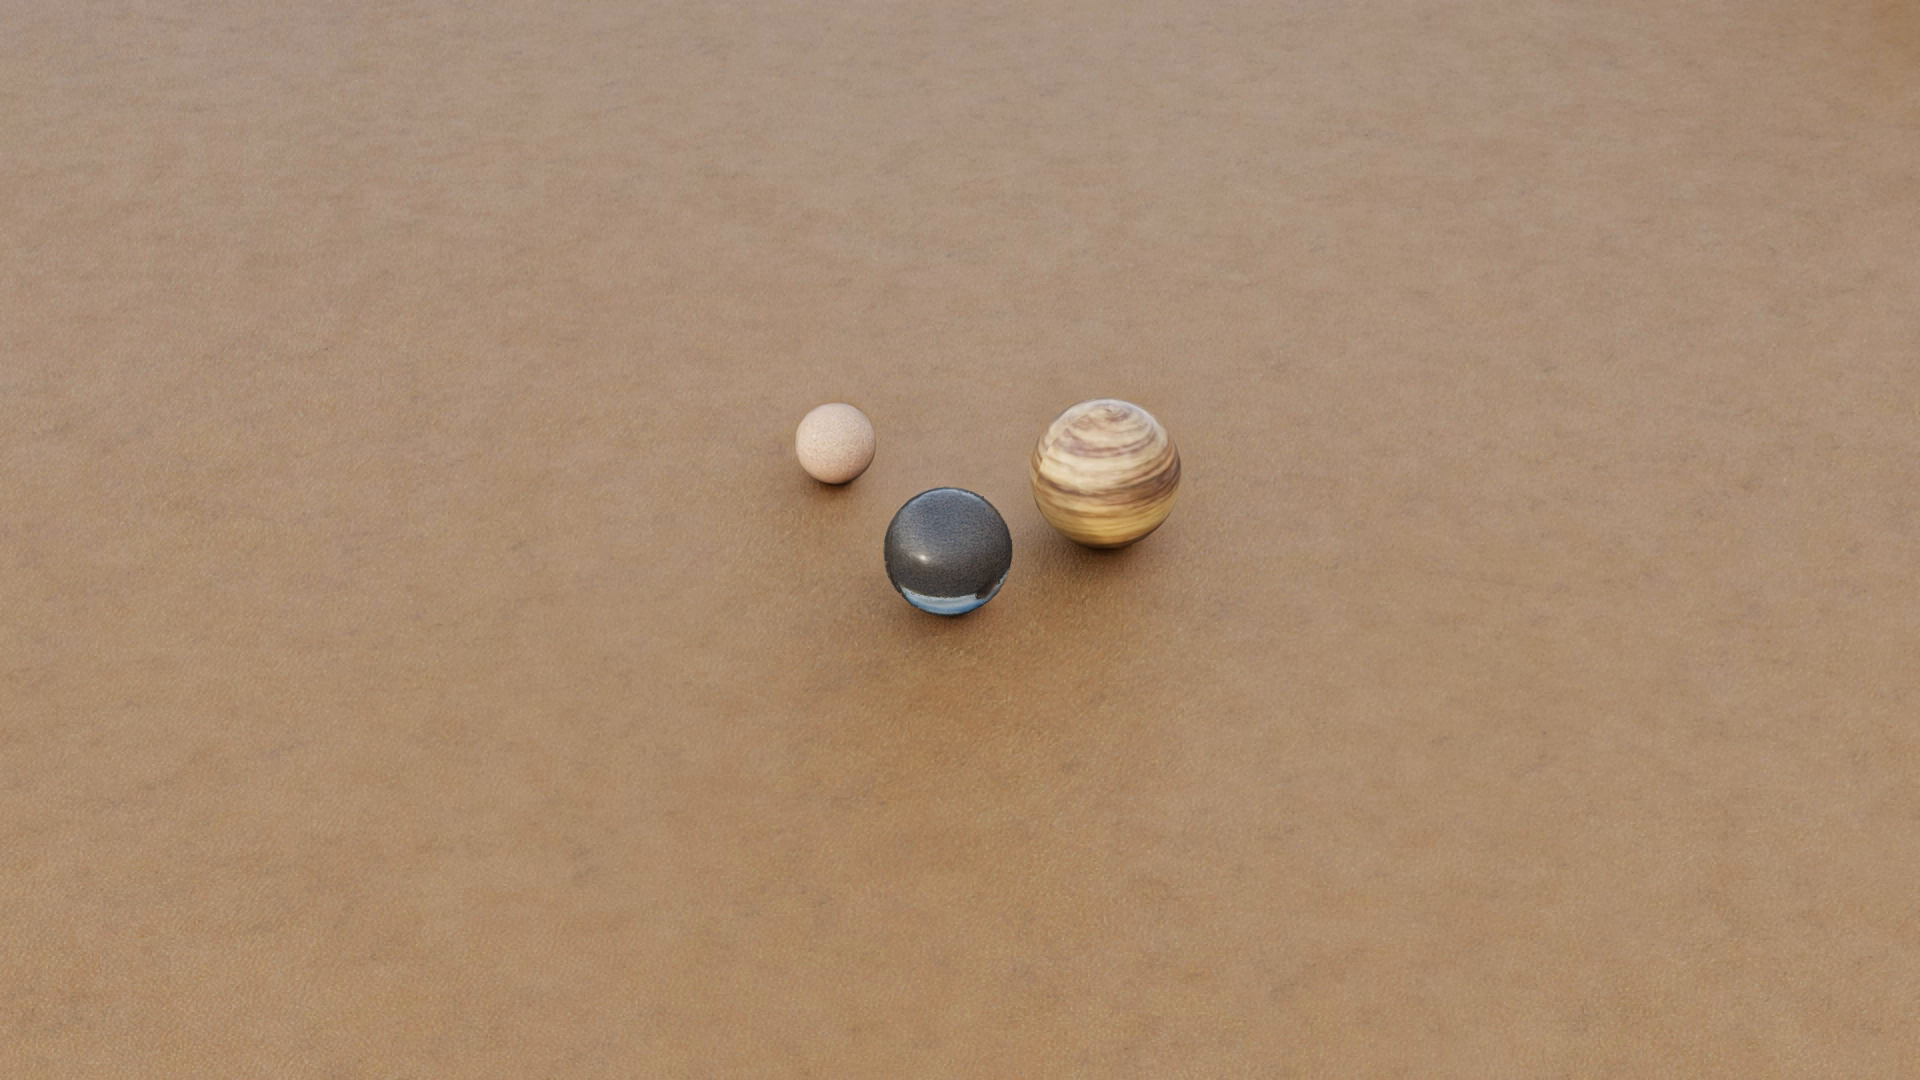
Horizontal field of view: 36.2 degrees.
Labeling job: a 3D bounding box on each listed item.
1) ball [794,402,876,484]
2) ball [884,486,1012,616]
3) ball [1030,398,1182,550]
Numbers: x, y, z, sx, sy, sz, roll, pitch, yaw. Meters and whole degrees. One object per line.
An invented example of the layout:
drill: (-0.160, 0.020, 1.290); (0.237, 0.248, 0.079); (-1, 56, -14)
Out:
ball: (-0.077, -0.060, 1.816); (0.050, 0.050, 0.050); (0, 31, 0)
ball: (-0.007, 0.007, 1.682); (0.074, 0.074, 0.074); (0, 31, 0)
ball: (0.086, -0.040, 1.743); (0.090, 0.090, 0.090); (0, 31, 0)
